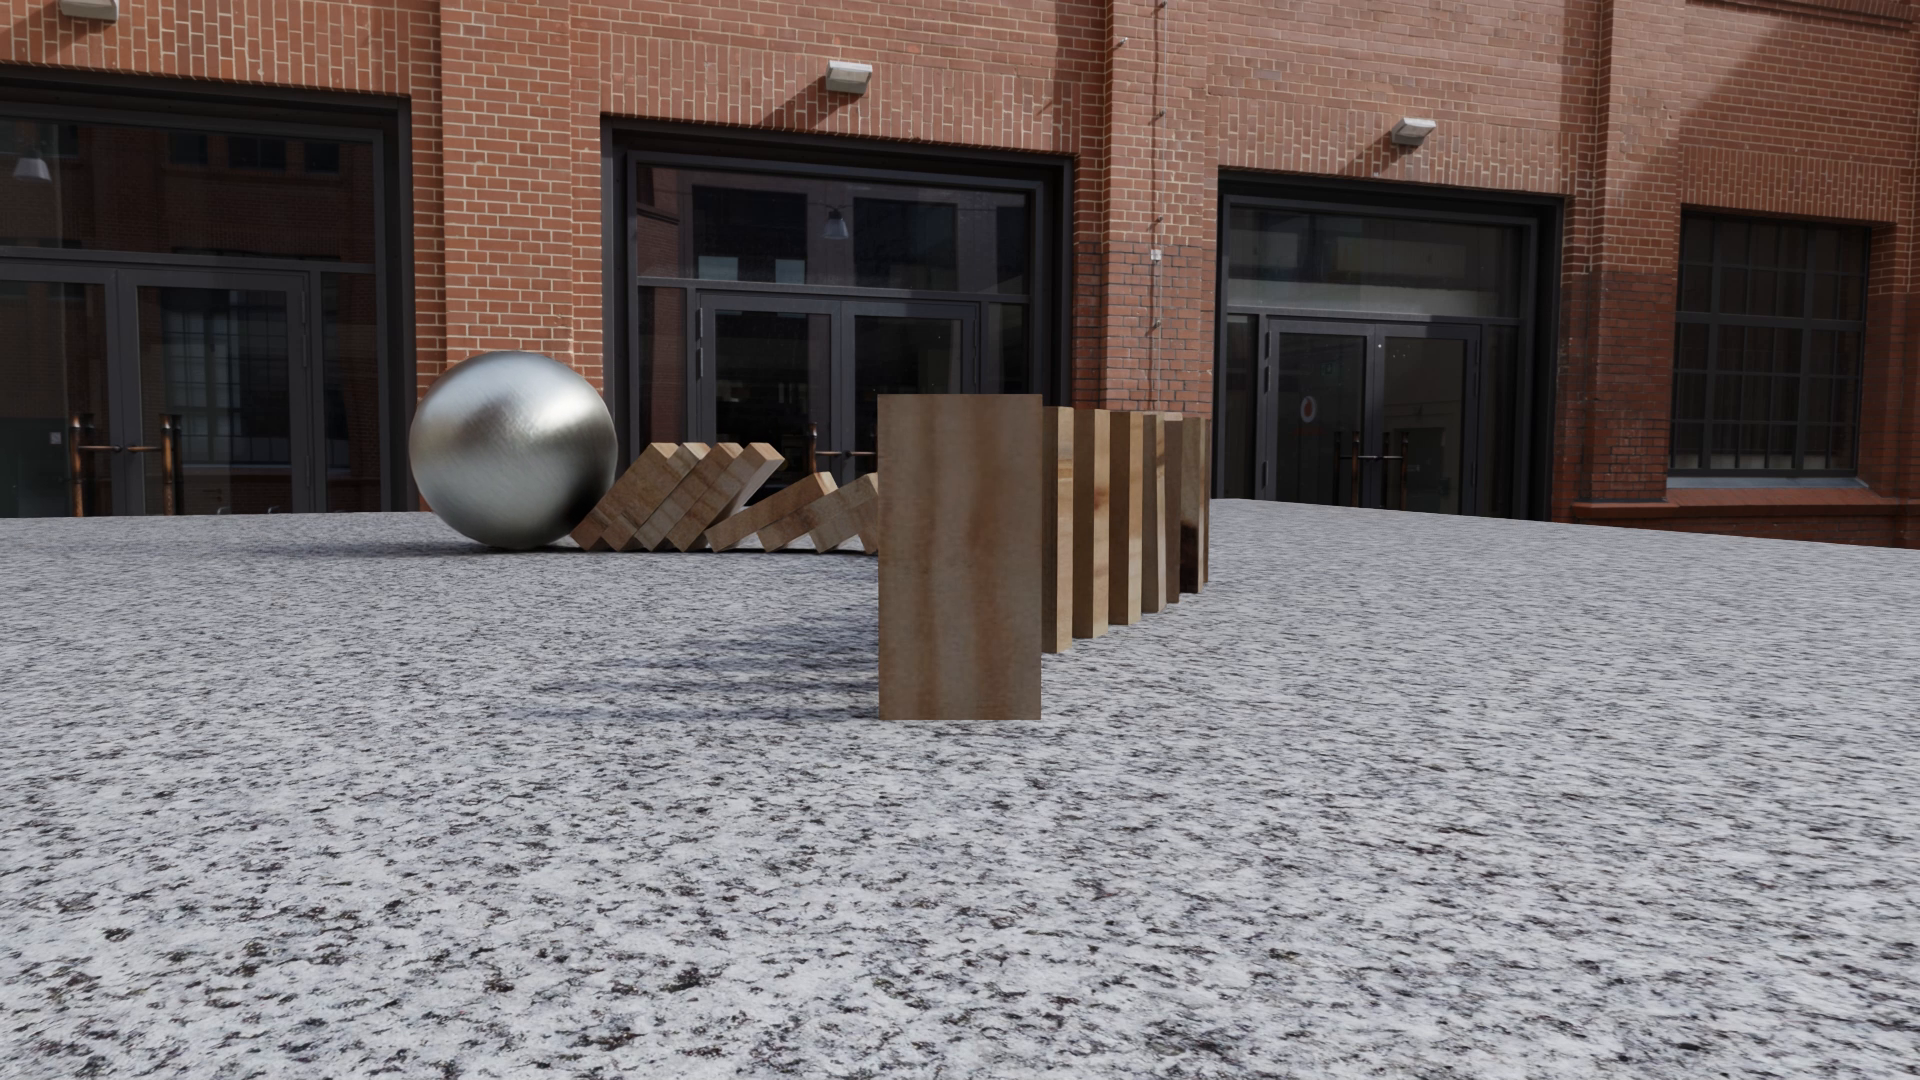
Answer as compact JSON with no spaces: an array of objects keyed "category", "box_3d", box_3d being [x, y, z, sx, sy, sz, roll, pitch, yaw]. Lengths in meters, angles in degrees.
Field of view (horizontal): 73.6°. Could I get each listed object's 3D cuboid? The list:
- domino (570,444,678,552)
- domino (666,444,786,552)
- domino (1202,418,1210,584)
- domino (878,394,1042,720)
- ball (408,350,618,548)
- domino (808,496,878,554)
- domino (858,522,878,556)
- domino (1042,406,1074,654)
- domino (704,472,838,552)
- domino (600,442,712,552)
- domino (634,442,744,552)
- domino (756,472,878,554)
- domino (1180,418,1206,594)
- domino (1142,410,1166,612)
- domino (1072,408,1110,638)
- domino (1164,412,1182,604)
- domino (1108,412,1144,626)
[{"category":"domino","box_3d":[-0.132,-0.017,0.514,0.010,0.050,0.025,44,9,3]},{"category":"domino","box_3d":[-0.093,-0.017,0.510,0.009,0.050,0.025,44,9,3]},{"category":"domino","box_3d":[0.063,-0.012,0.394,0.025,0.050,0.009,0,4,-4]},{"category":"domino","box_3d":[0.000,0.002,0.201,0.025,0.050,0.010,0,4,0]},{"category":"ball","box_3d":[-0.180,-0.036,0.519,0.080,0.080,0.080,0,4,0]},{"category":"domino","box_3d":[-0.032,-0.011,0.502,0.050,0.010,0.025,-27,-2,12]},{"category":"domino","box_3d":[-0.012,-0.010,0.490,0.050,0.010,0.025,-28,-8,22]},{"category":"domino","box_3d":[0.010,-0.003,0.268,0.025,0.050,0.010,2,5,24]},{"category":"domino","box_3d":[-0.074,-0.011,0.509,0.050,0.010,0.025,-27,0,9]},{"category":"domino","box_3d":[-0.119,-0.017,0.512,0.010,0.050,0.025,44,9,3]},{"category":"domino","box_3d":[-0.106,-0.017,0.512,0.009,0.050,0.025,44,8,3]},{"category":"domino","box_3d":[-0.053,-0.011,0.507,0.050,0.010,0.025,-27,0,10]},{"category":"domino","box_3d":[0.058,-0.010,0.372,0.025,0.050,0.010,1,5,18]},{"category":"domino","box_3d":[0.039,-0.007,0.327,0.025,0.050,0.009,2,11,20]},{"category":"domino","box_3d":[0.020,-0.004,0.289,0.025,0.050,0.009,2,5,27]},{"category":"domino","box_3d":[0.046,-0.008,0.341,0.025,0.050,0.010,1,19,8]},{"category":"domino","box_3d":[0.030,-0.006,0.309,0.025,0.050,0.010,2,5,26]}]
